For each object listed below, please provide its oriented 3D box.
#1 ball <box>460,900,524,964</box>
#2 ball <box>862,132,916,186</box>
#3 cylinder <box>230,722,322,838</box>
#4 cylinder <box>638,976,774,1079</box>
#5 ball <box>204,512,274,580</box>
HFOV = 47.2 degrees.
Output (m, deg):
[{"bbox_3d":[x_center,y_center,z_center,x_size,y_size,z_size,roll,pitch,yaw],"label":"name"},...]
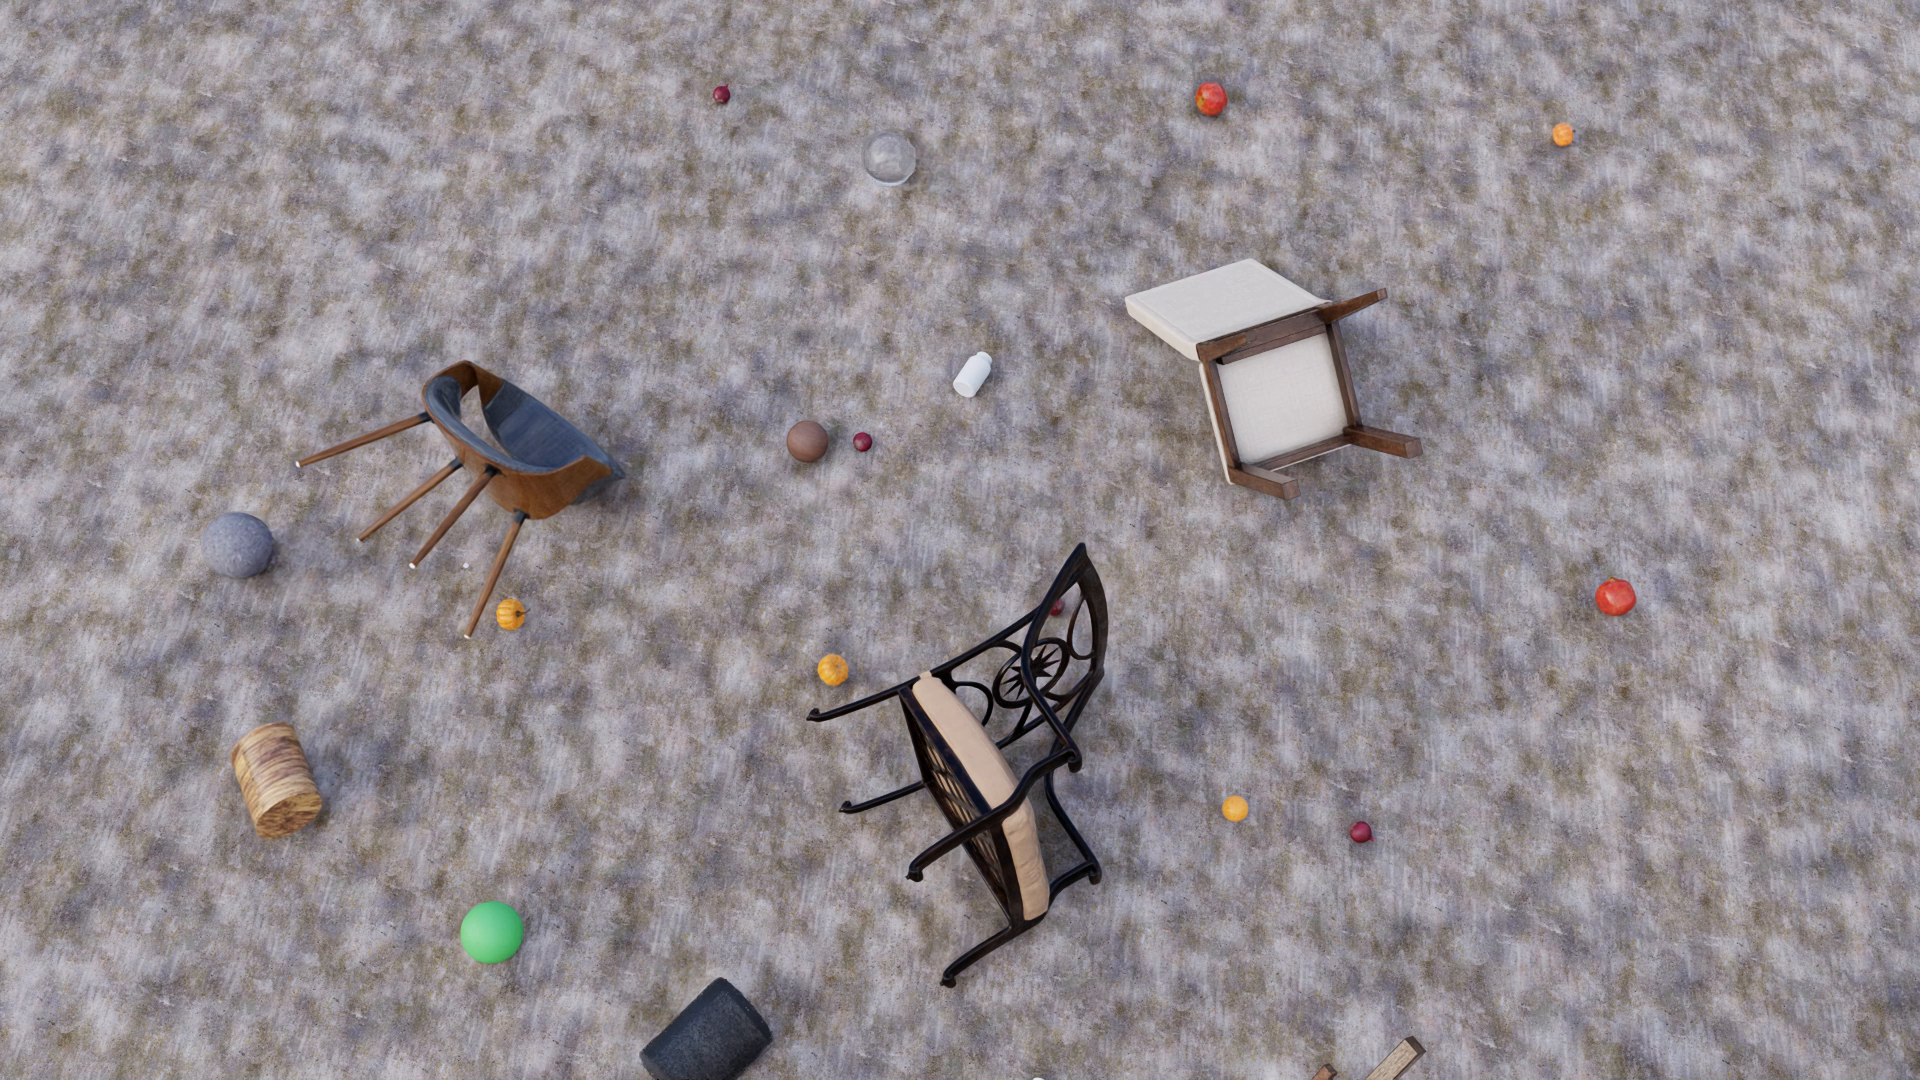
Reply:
[{"bbox_3d":[-1.231,1.032,5.783,0.163,0.163,0.163,0,56,0],"label":"ball"},{"bbox_3d":[-0.235,-1.268,7.317,0.178,0.178,0.178,0,56,0],"label":"ball"},{"bbox_3d":[-1.874,0.657,6.022,0.207,0.164,0.245,-44,58,21],"label":"cylinder"},{"bbox_3d":[-0.643,1.287,5.579,0.274,0.235,0.182,-42,31,-24],"label":"cylinder"},{"bbox_3d":[-2.113,0.018,6.444,0.196,0.196,0.196,0,56,0],"label":"ball"}]
